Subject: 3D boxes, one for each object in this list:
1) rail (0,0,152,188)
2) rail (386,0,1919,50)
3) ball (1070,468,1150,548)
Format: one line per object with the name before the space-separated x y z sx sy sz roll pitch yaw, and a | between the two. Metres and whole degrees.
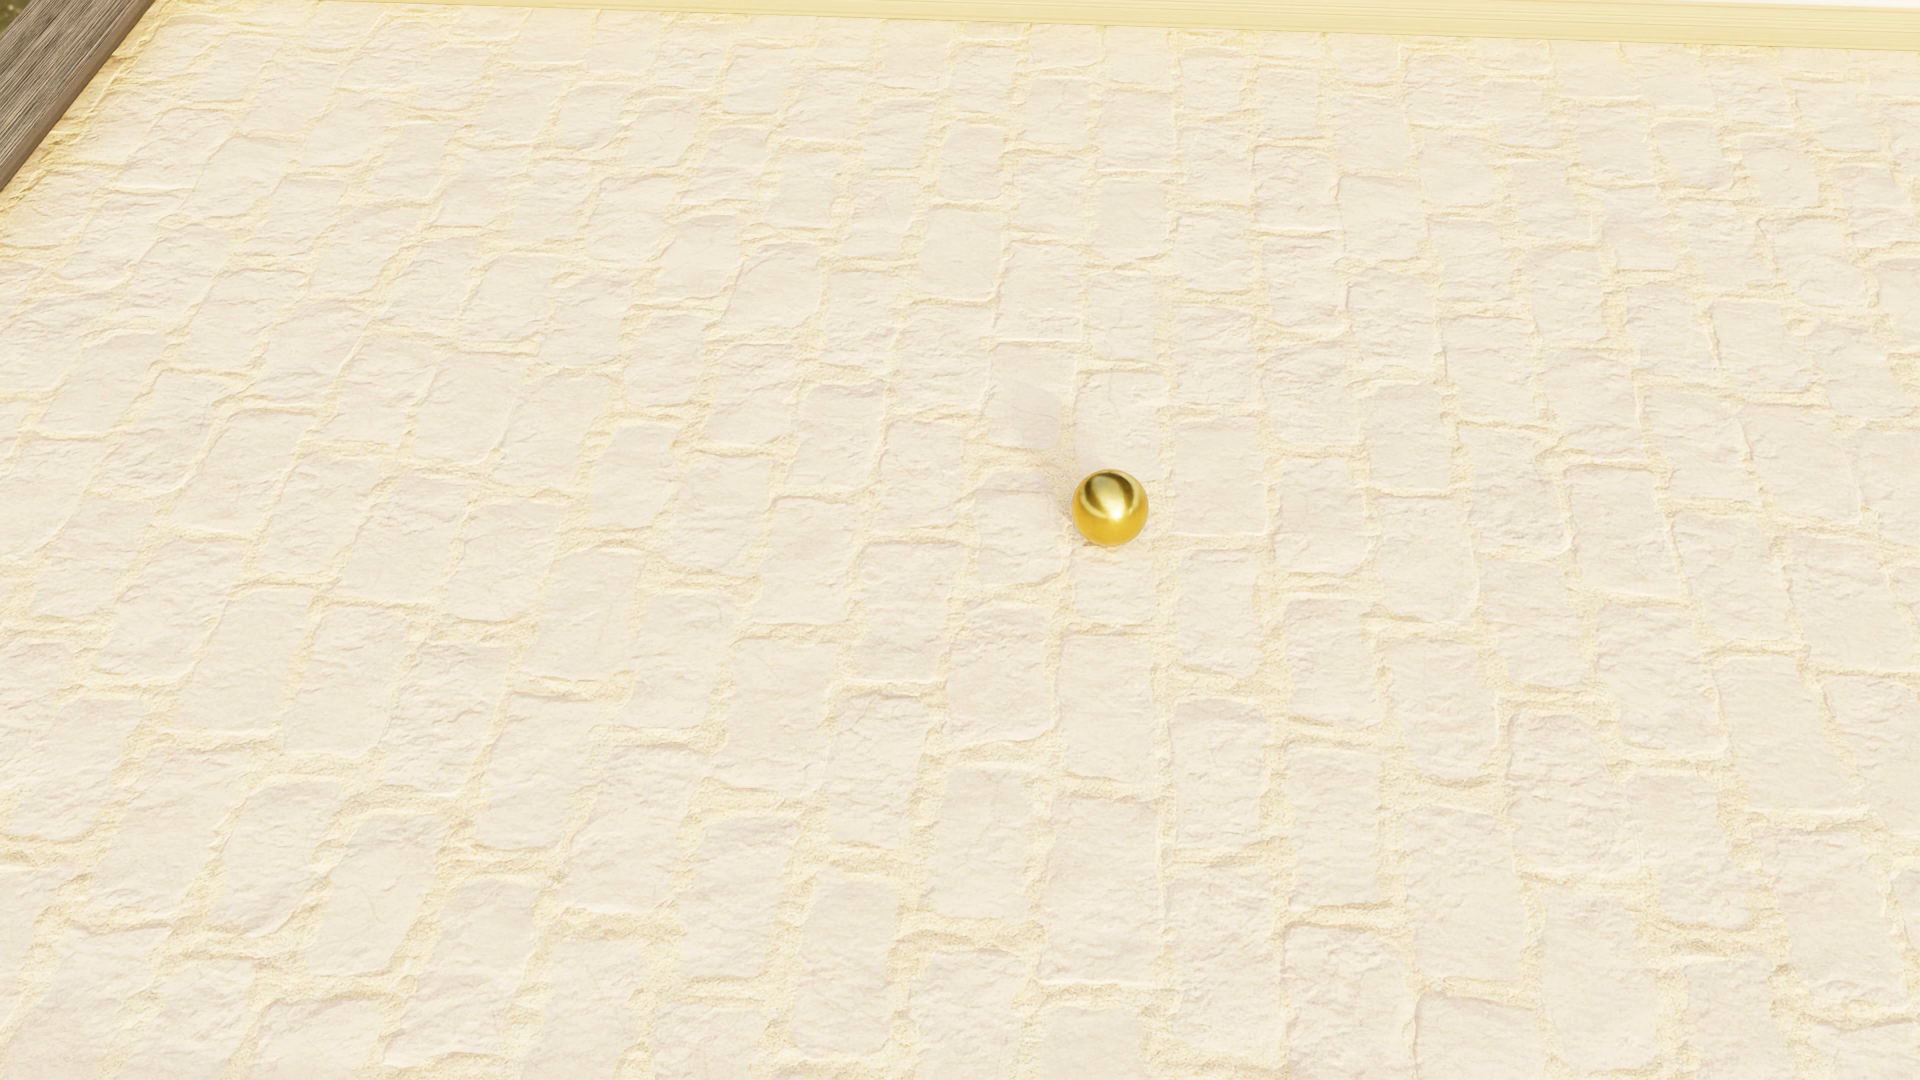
rail | -0.855 -0.060 1.798 0.045 0.116 1.851 3 36 4
rail | 0.947 -0.506 2.422 3.523 0.116 0.045 3 36 4
ball | 0.105 -0.023 1.799 0.055 0.055 0.055 0 36 0
